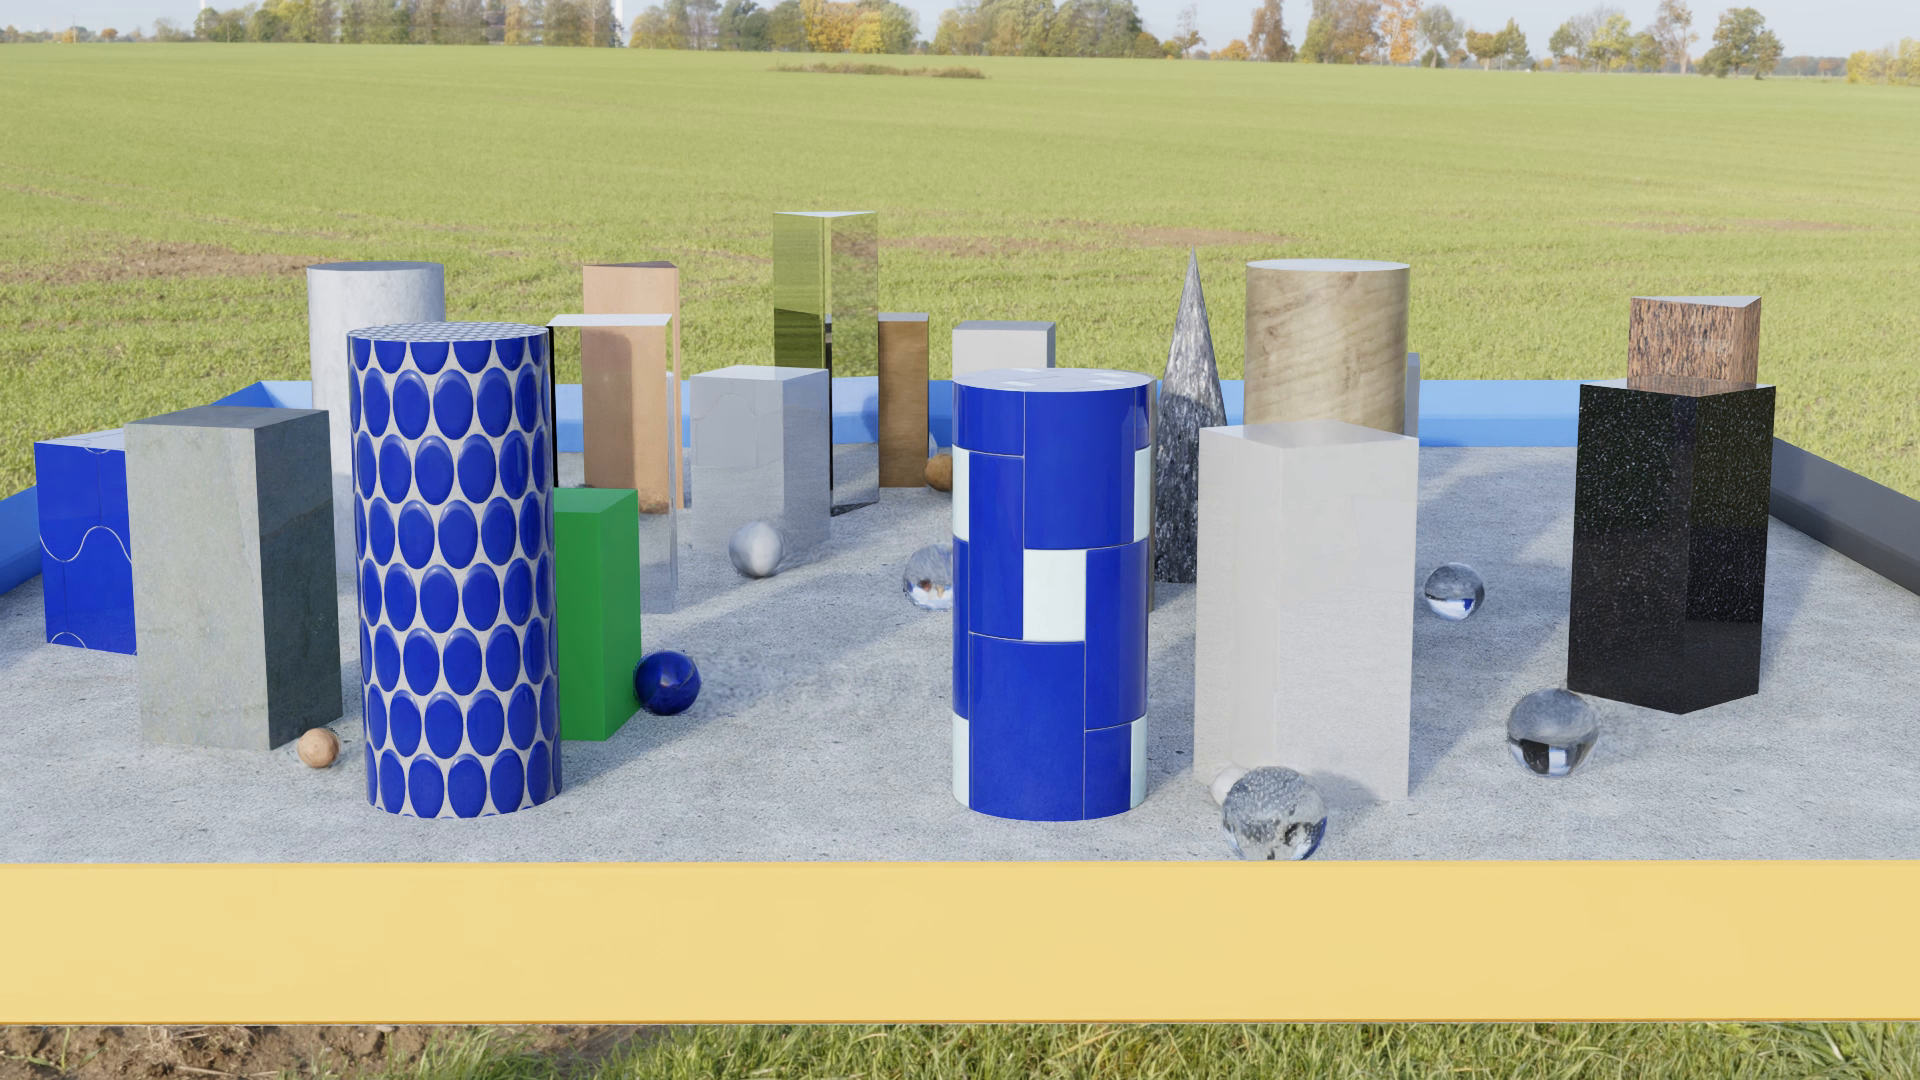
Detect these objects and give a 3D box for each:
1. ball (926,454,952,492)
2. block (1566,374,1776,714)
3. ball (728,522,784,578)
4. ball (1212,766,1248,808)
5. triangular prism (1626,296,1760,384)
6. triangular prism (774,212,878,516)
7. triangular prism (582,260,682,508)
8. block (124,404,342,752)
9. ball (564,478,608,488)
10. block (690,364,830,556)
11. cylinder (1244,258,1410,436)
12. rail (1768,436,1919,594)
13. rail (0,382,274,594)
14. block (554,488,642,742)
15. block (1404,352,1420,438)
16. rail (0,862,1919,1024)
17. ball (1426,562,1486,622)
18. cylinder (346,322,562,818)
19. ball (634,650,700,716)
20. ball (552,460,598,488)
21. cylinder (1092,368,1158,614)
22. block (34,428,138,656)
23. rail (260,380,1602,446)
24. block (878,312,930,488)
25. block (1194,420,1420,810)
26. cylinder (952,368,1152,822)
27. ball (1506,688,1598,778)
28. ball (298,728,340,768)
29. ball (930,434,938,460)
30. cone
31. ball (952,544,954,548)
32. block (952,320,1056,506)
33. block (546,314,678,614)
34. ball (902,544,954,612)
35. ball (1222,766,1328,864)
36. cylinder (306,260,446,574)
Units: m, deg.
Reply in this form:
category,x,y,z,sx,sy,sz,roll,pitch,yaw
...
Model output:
category,x,y,z,sx,sy,sz,roll,pitch,yaw
ball,-0.027,-0.116,4.426,0.065,0.065,0.065,0,11,0
block,0.826,0.000,2.985,0.157,0.363,0.157,-9,14,-40
ball,-0.293,0.013,3.690,0.080,0.080,0.080,0,11,0
ball,0.271,0.245,2.538,0.044,0.044,0.044,0,11,0
triangular prism,0.962,-0.091,3.276,0.147,0.435,0.170,-7,13,-35
triangular prism,-0.199,-0.296,4.245,0.147,0.486,0.170,-7,13,-34
triangular prism,-0.521,-0.265,4.315,0.170,0.398,0.147,3,11,17
block,-0.795,0.038,2.820,0.157,0.349,0.157,3,11,16
ball,-0.589,-0.055,4.035,0.087,0.087,0.087,0,11,0
block,-0.304,-0.124,3.919,0.157,0.265,0.157,4,11,23
cylinder,0.443,-0.091,3.134,0.196,0.488,0.196,0,11,0
rail,1.311,0.031,3.456,0.045,0.127,3.028,0,11,0
rail,-1.311,0.034,3.442,0.045,0.127,3.028,0,11,0
block,-0.453,0.079,2.861,0.157,0.253,0.157,1,11,8
block,0.536,-0.077,3.469,0.157,0.339,0.157,2,11,9
rail,0.009,0.304,1.984,2.669,0.127,0.045,0,11,0
ball,0.656,0.069,3.397,0.078,0.078,0.078,0,11,0
cylinder,-0.503,0.025,2.563,0.196,0.468,0.196,0,11,0
ball,-0.331,0.161,2.905,0.075,0.075,0.075,0,11,0
ball,-0.634,-0.082,4.154,0.098,0.098,0.098,0,11,0
cylinder,0.166,-0.064,3.460,0.196,0.315,0.196,0,11,0
block,-1.059,-0.002,3.281,0.157,0.258,0.157,6,12,28
rail,-0.009,-0.239,4.914,2.669,0.127,0.045,0,11,0
block,-0.134,-0.249,4.527,0.157,0.290,0.157,0,11,1
block,0.346,0.073,2.584,0.157,0.365,0.157,-5,12,-25
cylinder,0.090,0.049,2.558,0.196,0.421,0.196,0,11,0
ball,0.612,0.199,2.650,0.093,0.093,0.093,0,11,0
ball,-0.672,0.218,2.688,0.043,0.043,0.043,0,11,0
ball,-0.080,-0.166,4.661,0.078,0.078,0.078,0,11,0
cone,0.332,-0.190,3.700,0.196,0.476,0.196,0,11,0
ball,0.013,0.019,3.724,0.055,0.055,0.055,0,11,0
block,0.075,-0.216,4.336,0.157,0.294,0.157,1,11,7
block,-0.470,-0.105,3.483,0.157,0.388,0.157,-1,11,-3
ball,-0.031,0.051,3.454,0.092,0.092,0.092,0,11,0
ball,0.288,0.254,2.348,0.096,0.096,0.096,0,11,0
cylinder,-0.850,-0.183,3.769,0.196,0.437,0.196,0,11,0
